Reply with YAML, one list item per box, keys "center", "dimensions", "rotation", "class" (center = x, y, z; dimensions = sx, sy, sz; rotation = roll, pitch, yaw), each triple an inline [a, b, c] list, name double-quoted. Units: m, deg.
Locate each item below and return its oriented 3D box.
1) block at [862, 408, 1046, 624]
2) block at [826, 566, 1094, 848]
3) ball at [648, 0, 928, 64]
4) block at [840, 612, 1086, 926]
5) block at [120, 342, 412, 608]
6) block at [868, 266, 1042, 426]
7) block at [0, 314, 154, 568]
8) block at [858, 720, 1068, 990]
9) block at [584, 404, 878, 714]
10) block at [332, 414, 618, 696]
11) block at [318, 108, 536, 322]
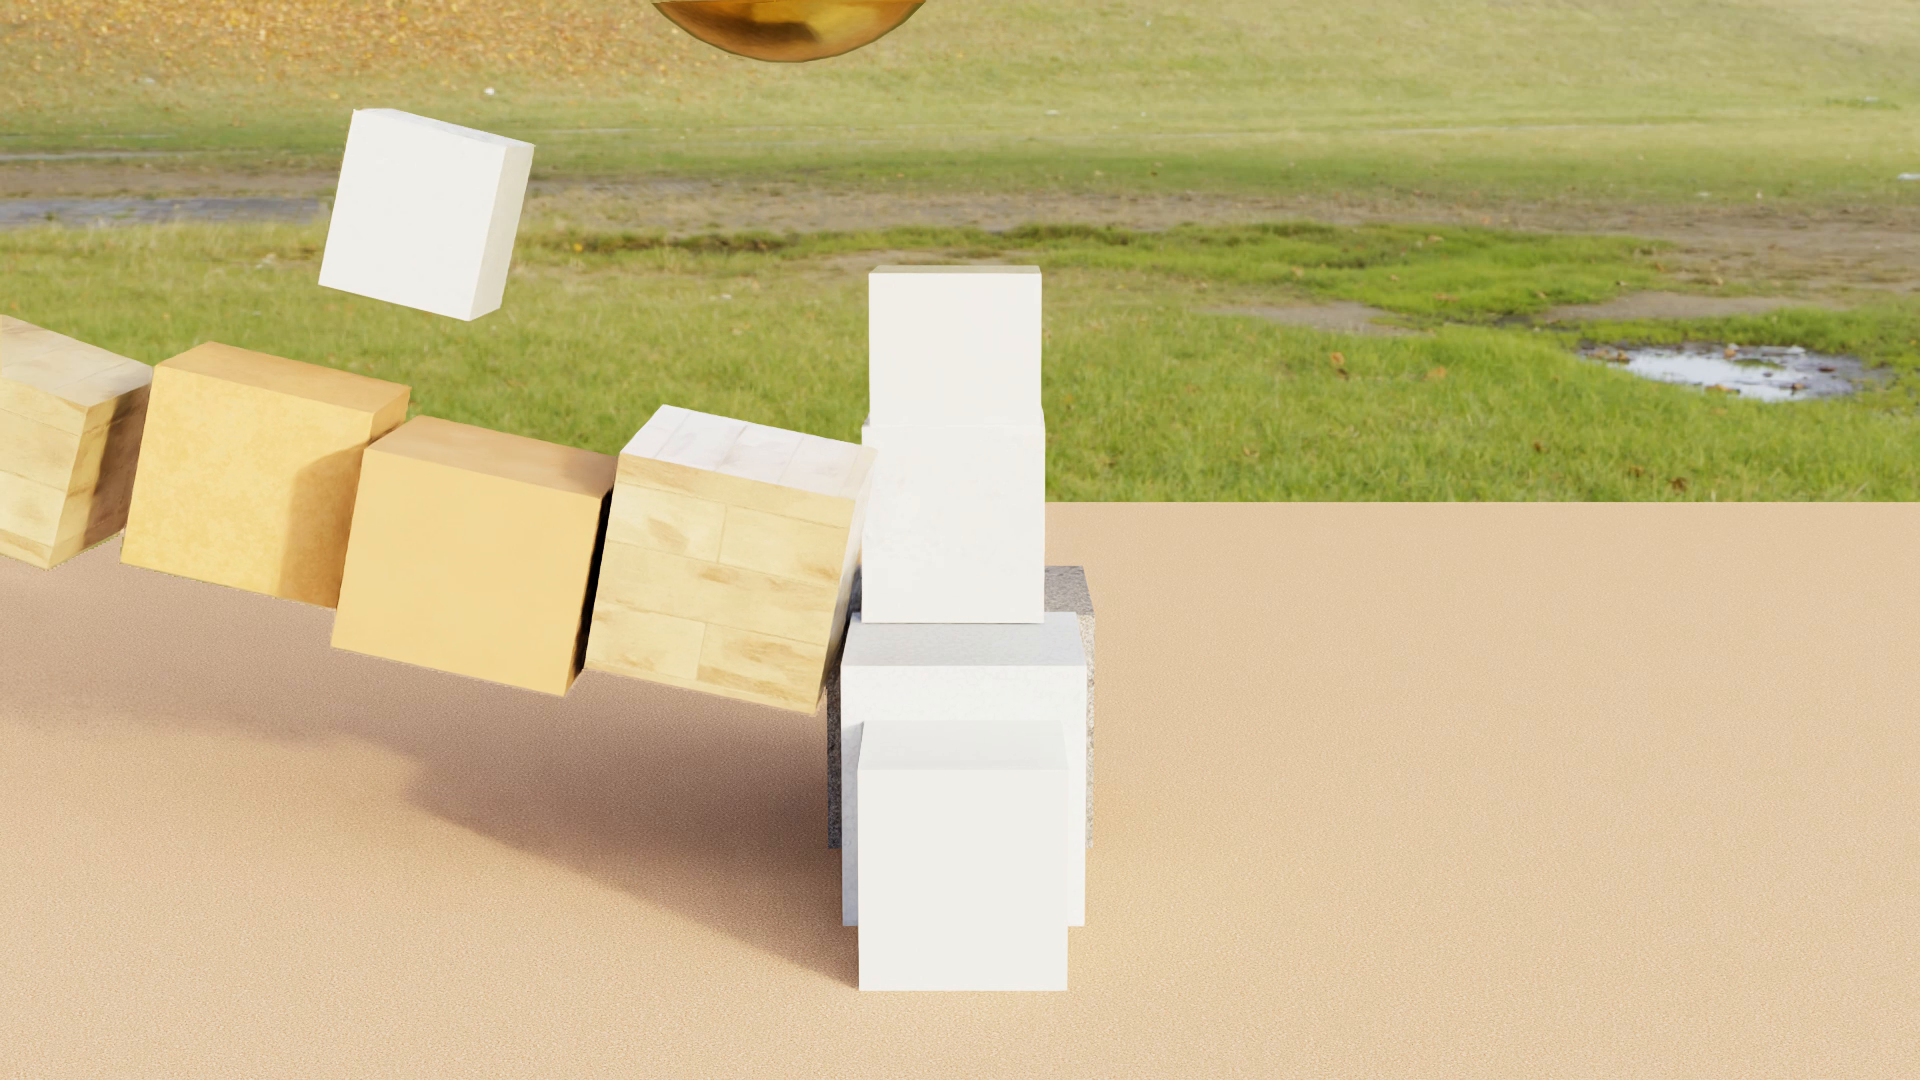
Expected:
- center: [-0.022, -0.128, 11.667]
  dimensions: [0.801, 0.863, 0.882]
  rotation: [0, 9, 1]
  class: "block"
- center: [0.002, 0.772, 12.262]
  dimensions: [1.214, 1.094, 1.189]
  rotation: [0, 10, 0]
  class: "block"
- center: [-0.722, -2.797, 10.672]
  dimensions: [1.600, 1.600, 1.600]
  rotation: [0, 10, 0]
  class: "ball"
- center: [0.017, 0.967, 11.136]
  dimensions: [1.008, 1.113, 1.076]
  rotation: [0, 10, 0]
  class: "block"
- center: [-2.971, -0.297, 11.063]
  dimensions: [0.906, 0.848, 0.852]
  rotation: [13, 10, -4]
  class: "block"
- center: [-0.015, -0.886, 11.565]
  dimensions: [0.747, 0.666, 0.817]
  rotation: [0, 9, 1]
  class: "block"
- center: [-4.037, -0.443, 11.075]
  dimensions: [0.804, 0.727, 0.880]
  rotation: [19, 14, 1]
  class: "block"
- center: [0.012, 1.245, 10.245]
  dimensions: [0.807, 0.884, 0.756]
  rotation: [0, 10, 0]
  class: "block"
- center: [-0.935, 0.060, 10.722]
  dimensions: [0.951, 0.907, 0.976]
  rotation: [12, 15, 1]
  class: "block"
- center: [-1.969, 0.043, 10.732]
  dimensions: [0.958, 0.828, 0.934]
  rotation: [12, 11, -1]
  class: "block"
- center: [-2.261, -1.396, 10.939]
  dimensions: [0.639, 0.735, 0.707]
  rotation: [14, 10, -2]
  class: "block"
